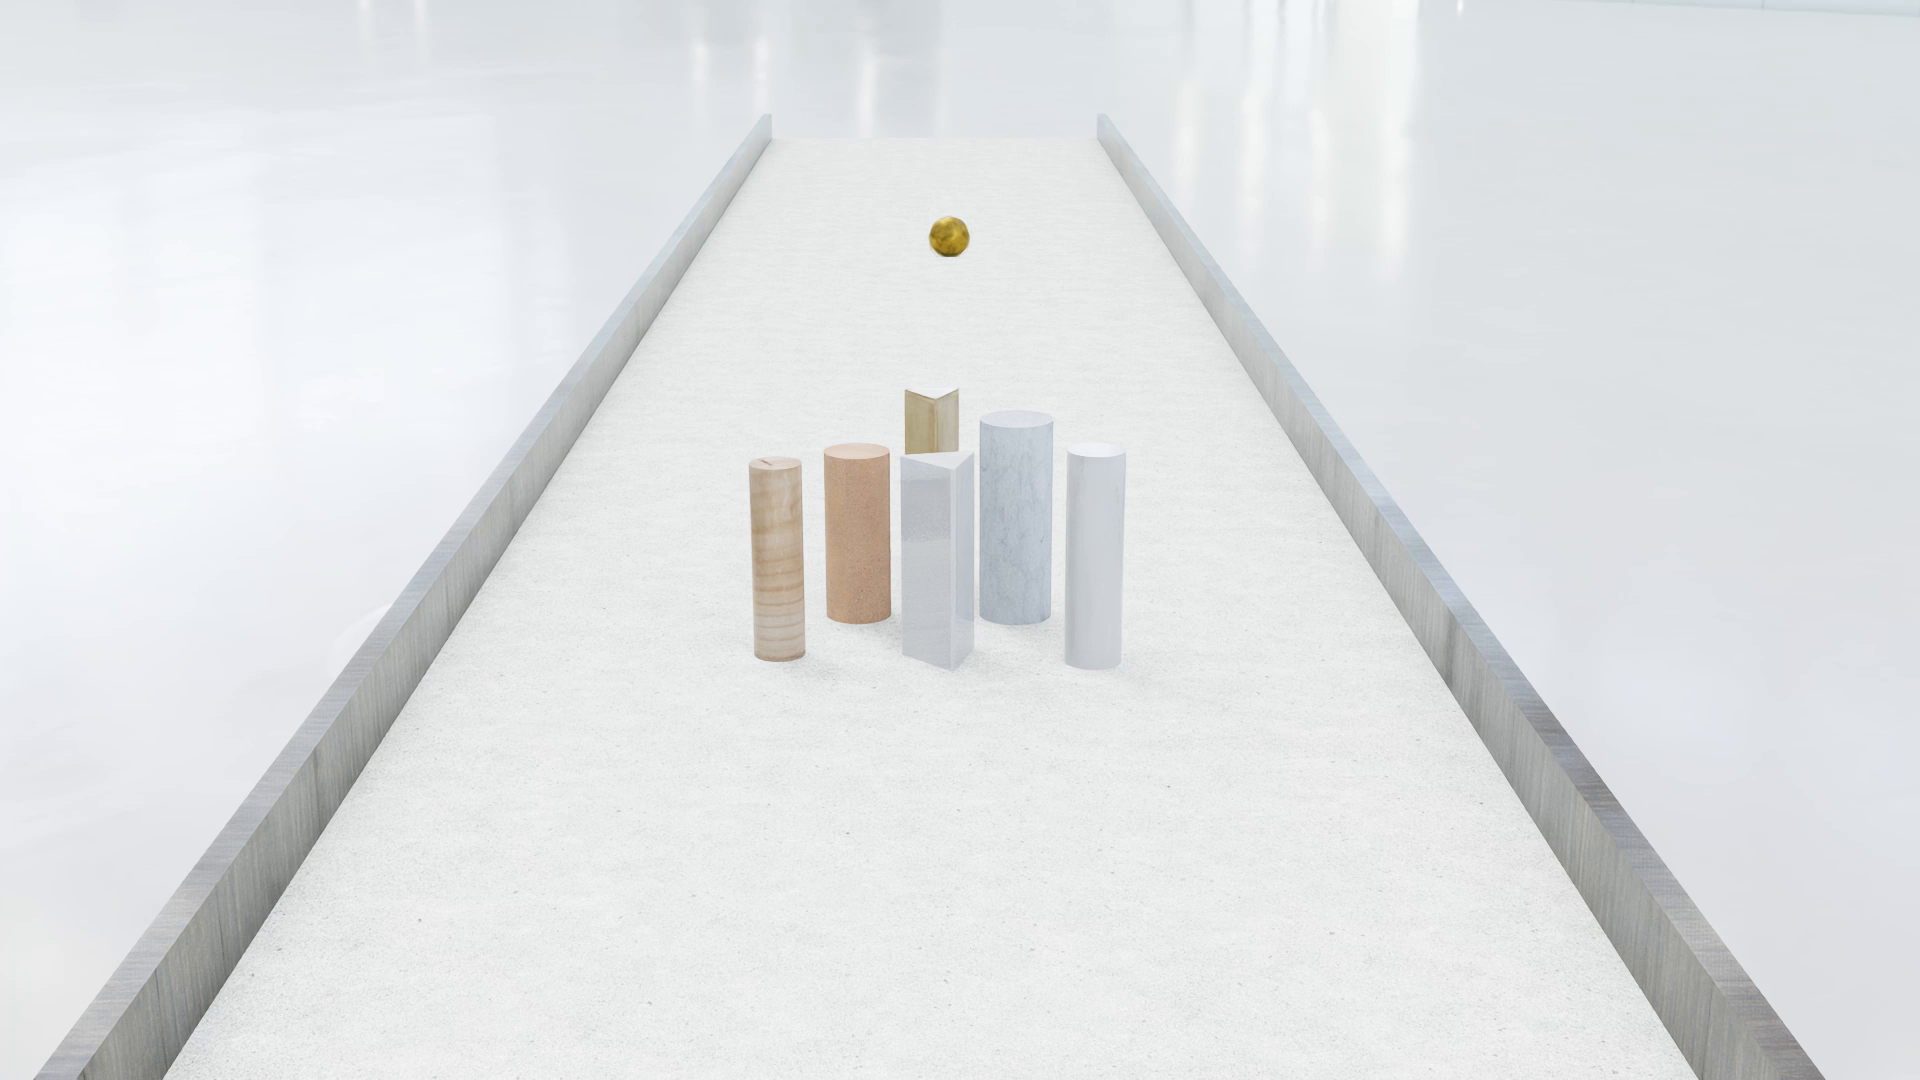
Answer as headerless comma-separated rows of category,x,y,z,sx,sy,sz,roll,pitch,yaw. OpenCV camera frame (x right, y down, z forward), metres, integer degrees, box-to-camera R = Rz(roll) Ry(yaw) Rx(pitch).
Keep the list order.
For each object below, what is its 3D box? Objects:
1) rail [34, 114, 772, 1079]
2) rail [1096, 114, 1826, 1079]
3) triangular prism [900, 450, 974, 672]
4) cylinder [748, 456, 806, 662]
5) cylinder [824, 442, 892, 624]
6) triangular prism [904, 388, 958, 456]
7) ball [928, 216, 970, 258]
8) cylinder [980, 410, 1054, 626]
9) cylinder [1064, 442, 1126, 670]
rail,-1.118,-0.838,7.780,0.050,0.150,12.000,0,17,-1
rail,0.932,-0.844,7.801,0.050,0.150,12.000,0,17,-1
triangular prism,-0.020,0.034,4.388,0.128,0.413,0.148,-16,23,-42
cylinder,-0.365,0.039,4.398,0.105,0.398,0.105,0,17,0
cylinder,-0.216,-0.014,4.646,0.138,0.359,0.138,0,17,0
triangular prism,-0.045,-0.118,4.863,0.102,0.434,0.117,-12,20,-34
ball,-0.045,-1.266,9.184,0.171,0.171,0.171,0,17,0
cylinder,0.118,-0.047,4.636,0.154,0.428,0.154,0,17,0
cylinder,0.267,0.033,4.352,0.116,0.436,0.116,0,17,0
